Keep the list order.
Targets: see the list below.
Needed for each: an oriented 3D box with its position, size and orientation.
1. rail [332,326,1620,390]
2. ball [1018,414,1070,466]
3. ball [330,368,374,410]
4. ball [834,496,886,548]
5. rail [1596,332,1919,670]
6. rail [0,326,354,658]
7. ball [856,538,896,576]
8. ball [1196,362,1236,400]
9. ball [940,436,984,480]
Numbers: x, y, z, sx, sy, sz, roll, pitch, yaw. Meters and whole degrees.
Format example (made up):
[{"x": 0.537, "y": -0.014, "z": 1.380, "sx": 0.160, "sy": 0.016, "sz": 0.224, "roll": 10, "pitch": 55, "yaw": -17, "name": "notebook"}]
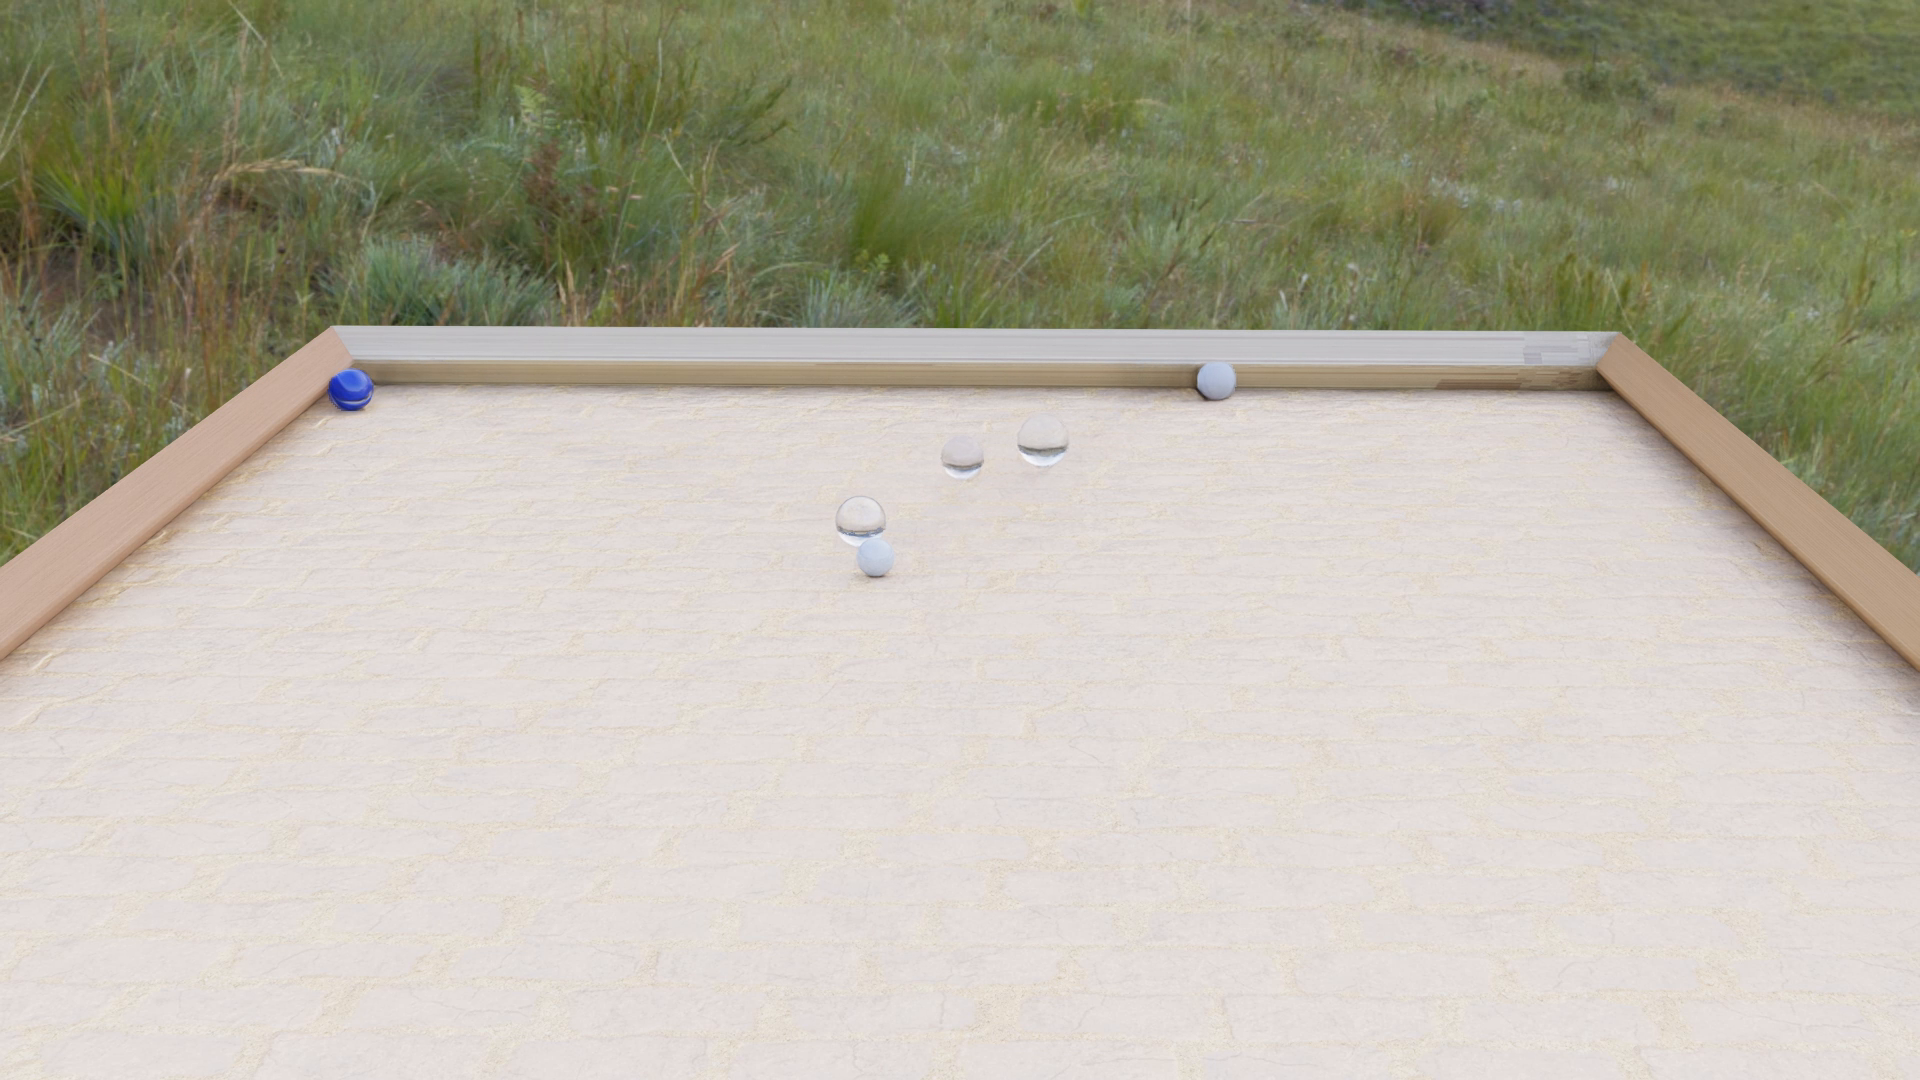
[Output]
[{"x": 0.019, "y": -0.283, "z": 3.481, "sx": 2.047, "sy": 0.094, "sz": 0.045, "roll": 0, "pitch": 18, "yaw": 1, "name": "rail"}, {"x": 0.116, "y": -0.139, "z": 3.071, "sx": 0.072, "sy": 0.072, "sz": 0.072, "roll": 0, "pitch": 18, "yaw": 0, "name": "ball"}, {"x": -0.932, "y": -0.231, "z": 3.370, "sx": 0.065, "sy": 0.065, "sz": 0.065, "roll": 0, "pitch": 18, "yaw": 0, "name": "ball"}, {"x": -0.123, "y": -0.023, "z": 2.726, "sx": 0.064, "sy": 0.064, "sz": 0.064, "roll": 0, "pitch": 18, "yaw": 0, "name": "ball"}, {"x": 0.981, "y": 0.263, "z": 1.787, "sx": 0.045, "sy": 0.094, "sz": 3.567, "roll": 0, "pitch": 18, "yaw": 1, "name": "rail"}, {"x": -1.019, "y": 0.250, "z": 1.827, "sx": 0.045, "sy": 0.094, "sz": 3.567, "roll": 0, "pitch": 18, "yaw": 1, "name": "rail"}, {"x": -0.100, "y": 0.020, "z": 2.620, "sx": 0.046, "sy": 0.046, "sz": 0.046, "roll": 0, "pitch": 18, "yaw": 0, "name": "ball"}, {"x": 0.399, "y": -0.248, "z": 3.432, "sx": 0.060, "sy": 0.060, "sz": 0.060, "roll": 0, "pitch": 18, "yaw": 0, "name": "ball"}, {"x": 0.003, "y": -0.112, "z": 3.013, "sx": 0.058, "sy": 0.058, "sz": 0.058, "roll": 0, "pitch": 18, "yaw": 0, "name": "ball"}]
